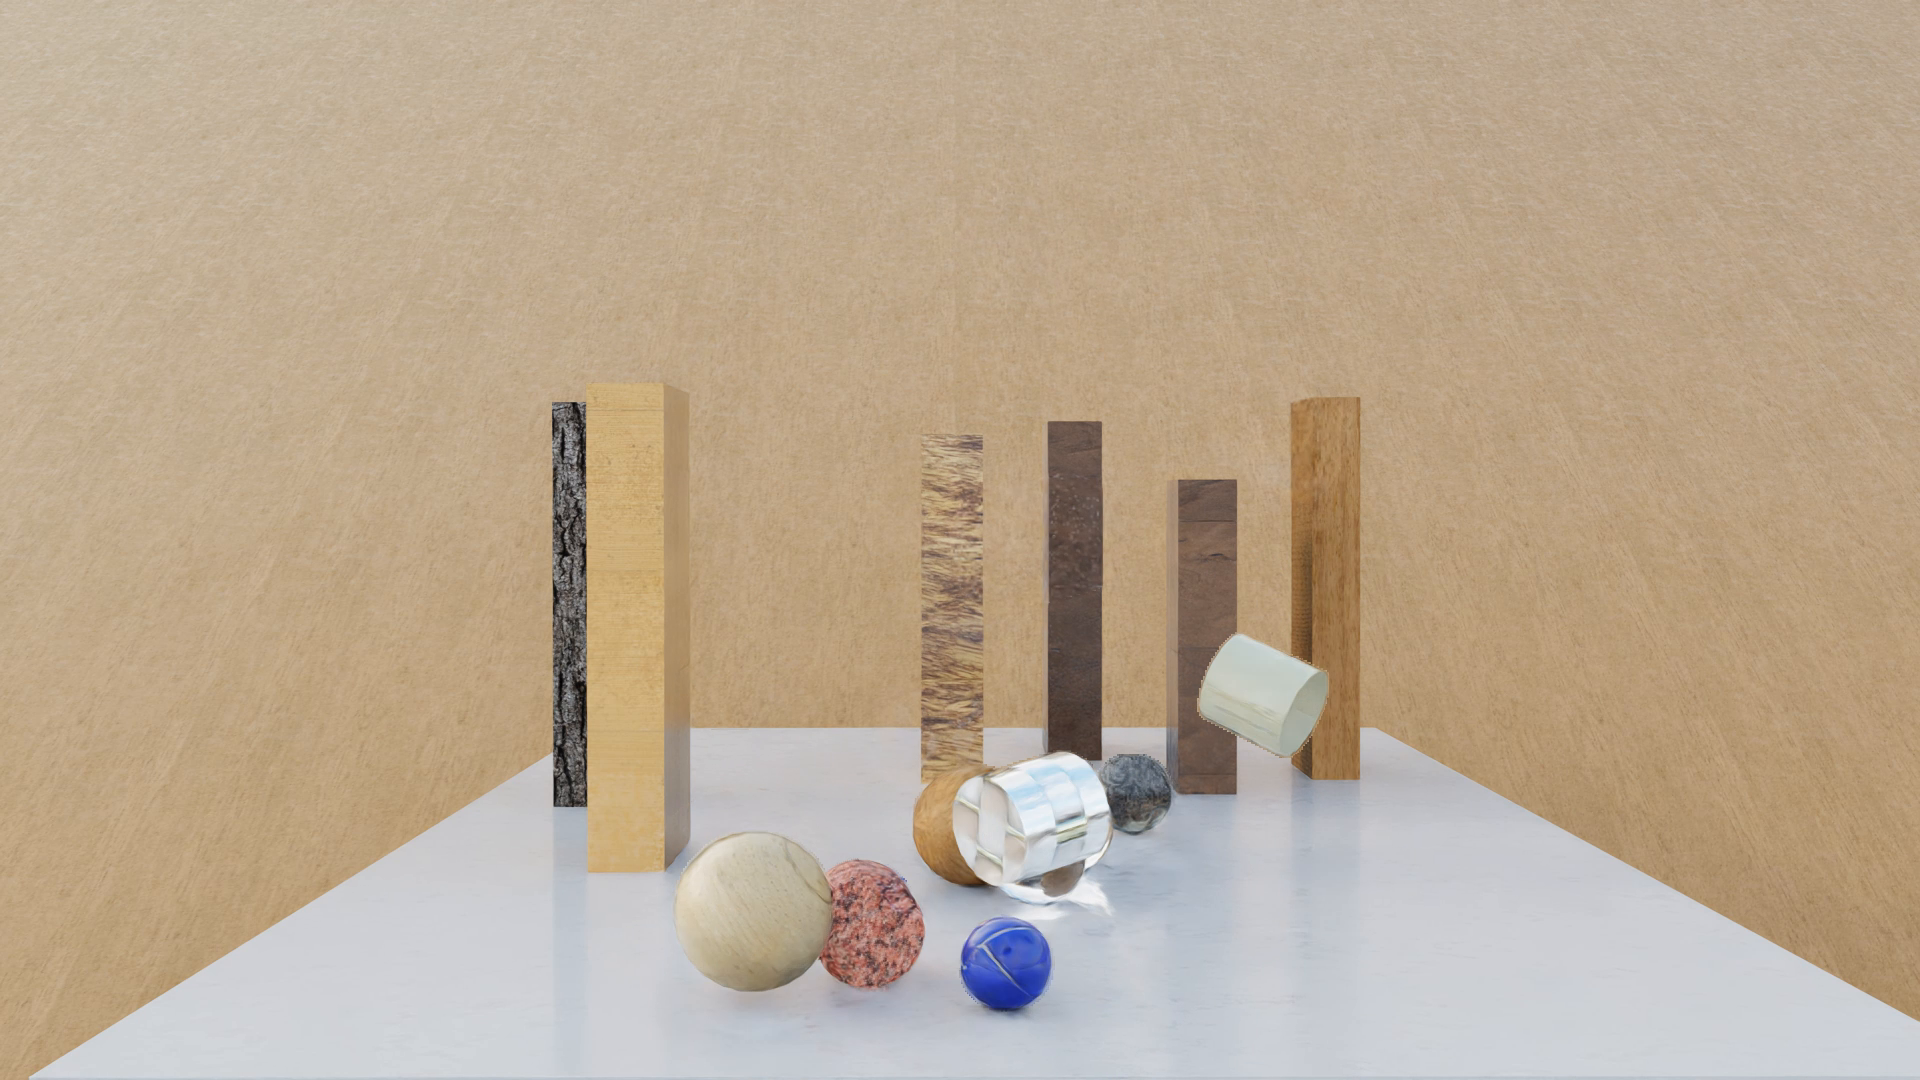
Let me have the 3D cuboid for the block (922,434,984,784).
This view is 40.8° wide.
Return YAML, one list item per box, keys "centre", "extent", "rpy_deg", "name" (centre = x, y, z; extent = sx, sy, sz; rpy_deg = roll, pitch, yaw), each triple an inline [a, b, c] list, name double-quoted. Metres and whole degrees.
- centre: [-0.016, 0.139, 5.444]
  extent: [0.126, 0.715, 0.337]
  rpy_deg: [0, 1, 0]
  name: "block"

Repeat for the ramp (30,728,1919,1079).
- centre: [0.062, 0.559, 4.597]
  extent: [2.000, 0.100, 4.000]
  rpy_deg: [0, 1, 0]
  name: "ramp"

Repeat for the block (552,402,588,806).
- centre: [-0.730, 0.120, 5.074]
  extent: [0.080, 0.766, 0.384]
  rpy_deg: [0, 1, 0]
  name: "block"

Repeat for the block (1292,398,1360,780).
- centre: [0.780, 0.098, 5.522]
  extent: [0.099, 0.793, 0.337]
  rpy_deg: [0, 1, 0]
  name: "block"

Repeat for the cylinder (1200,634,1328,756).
- centre: [0.346, 0.176, 2.941]
  extent: [0.105, 0.105, 0.105]
  rpy_deg: [26, 36, 27]
  name: "cylinder"

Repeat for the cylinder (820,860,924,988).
- centre: [-0.116, 0.464, 3.134]
  extent: [0.134, 0.134, 0.134]
  rpy_deg: [-3, 1, -6]
  name: "cylinder"

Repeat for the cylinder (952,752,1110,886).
- centre: [0.073, 0.289, 2.681]
  extent: [0.115, 0.115, 0.115]
  rpy_deg: [-13, 29, -39]
  name: "cylinder"

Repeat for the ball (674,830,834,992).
- centre: [-0.239, 0.430, 2.995]
  extent: [0.185, 0.185, 0.185]
  rpy_deg: [0, 28, 0]
  name: "ball"

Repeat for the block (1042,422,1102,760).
- centre: [0.256, 0.111, 5.934]
  extent: [0.120, 0.756, 0.357]
  rpy_deg: [0, 1, 0]
  name: "block"

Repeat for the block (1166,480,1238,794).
- centre: [0.488, 0.189, 5.229]
  extent: [0.116, 0.621, 0.283]
  rpy_deg: [0, 1, 0]
  name: "block"

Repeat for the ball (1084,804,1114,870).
- centre: [0.166, 0.444, 4.017]
  extent: [0.148, 0.148, 0.148]
  rpy_deg: [0, 28, 0]
  name: "ball"

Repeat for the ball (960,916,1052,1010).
- centre: [0.052, 0.481, 2.940]
  extent: [0.105, 0.105, 0.105]
  rpy_deg: [0, 28, 0]
  name: "ball"

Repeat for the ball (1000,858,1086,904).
- centre: [0.111, 0.452, 3.703]
  extent: [0.142, 0.142, 0.142]
  rpy_deg: [0, 28, 0]
  name: "ball"

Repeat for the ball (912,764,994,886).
- centre: [0.019, 0.429, 3.881]
  extent: [0.182, 0.182, 0.182]
  rpy_deg: [0, 28, 0]
  name: "ball"

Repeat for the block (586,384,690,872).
- centre: [-0.521, 0.134, 4.214]
  extent: [0.120, 0.762, 0.391]
  rpy_deg: [0, 1, 0]
  name: "block"

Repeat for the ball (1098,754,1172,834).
- centre: [0.300, 0.442, 4.496]
  extent: [0.137, 0.137, 0.137]
  rpy_deg: [0, 28, 0]
  name: "ball"
